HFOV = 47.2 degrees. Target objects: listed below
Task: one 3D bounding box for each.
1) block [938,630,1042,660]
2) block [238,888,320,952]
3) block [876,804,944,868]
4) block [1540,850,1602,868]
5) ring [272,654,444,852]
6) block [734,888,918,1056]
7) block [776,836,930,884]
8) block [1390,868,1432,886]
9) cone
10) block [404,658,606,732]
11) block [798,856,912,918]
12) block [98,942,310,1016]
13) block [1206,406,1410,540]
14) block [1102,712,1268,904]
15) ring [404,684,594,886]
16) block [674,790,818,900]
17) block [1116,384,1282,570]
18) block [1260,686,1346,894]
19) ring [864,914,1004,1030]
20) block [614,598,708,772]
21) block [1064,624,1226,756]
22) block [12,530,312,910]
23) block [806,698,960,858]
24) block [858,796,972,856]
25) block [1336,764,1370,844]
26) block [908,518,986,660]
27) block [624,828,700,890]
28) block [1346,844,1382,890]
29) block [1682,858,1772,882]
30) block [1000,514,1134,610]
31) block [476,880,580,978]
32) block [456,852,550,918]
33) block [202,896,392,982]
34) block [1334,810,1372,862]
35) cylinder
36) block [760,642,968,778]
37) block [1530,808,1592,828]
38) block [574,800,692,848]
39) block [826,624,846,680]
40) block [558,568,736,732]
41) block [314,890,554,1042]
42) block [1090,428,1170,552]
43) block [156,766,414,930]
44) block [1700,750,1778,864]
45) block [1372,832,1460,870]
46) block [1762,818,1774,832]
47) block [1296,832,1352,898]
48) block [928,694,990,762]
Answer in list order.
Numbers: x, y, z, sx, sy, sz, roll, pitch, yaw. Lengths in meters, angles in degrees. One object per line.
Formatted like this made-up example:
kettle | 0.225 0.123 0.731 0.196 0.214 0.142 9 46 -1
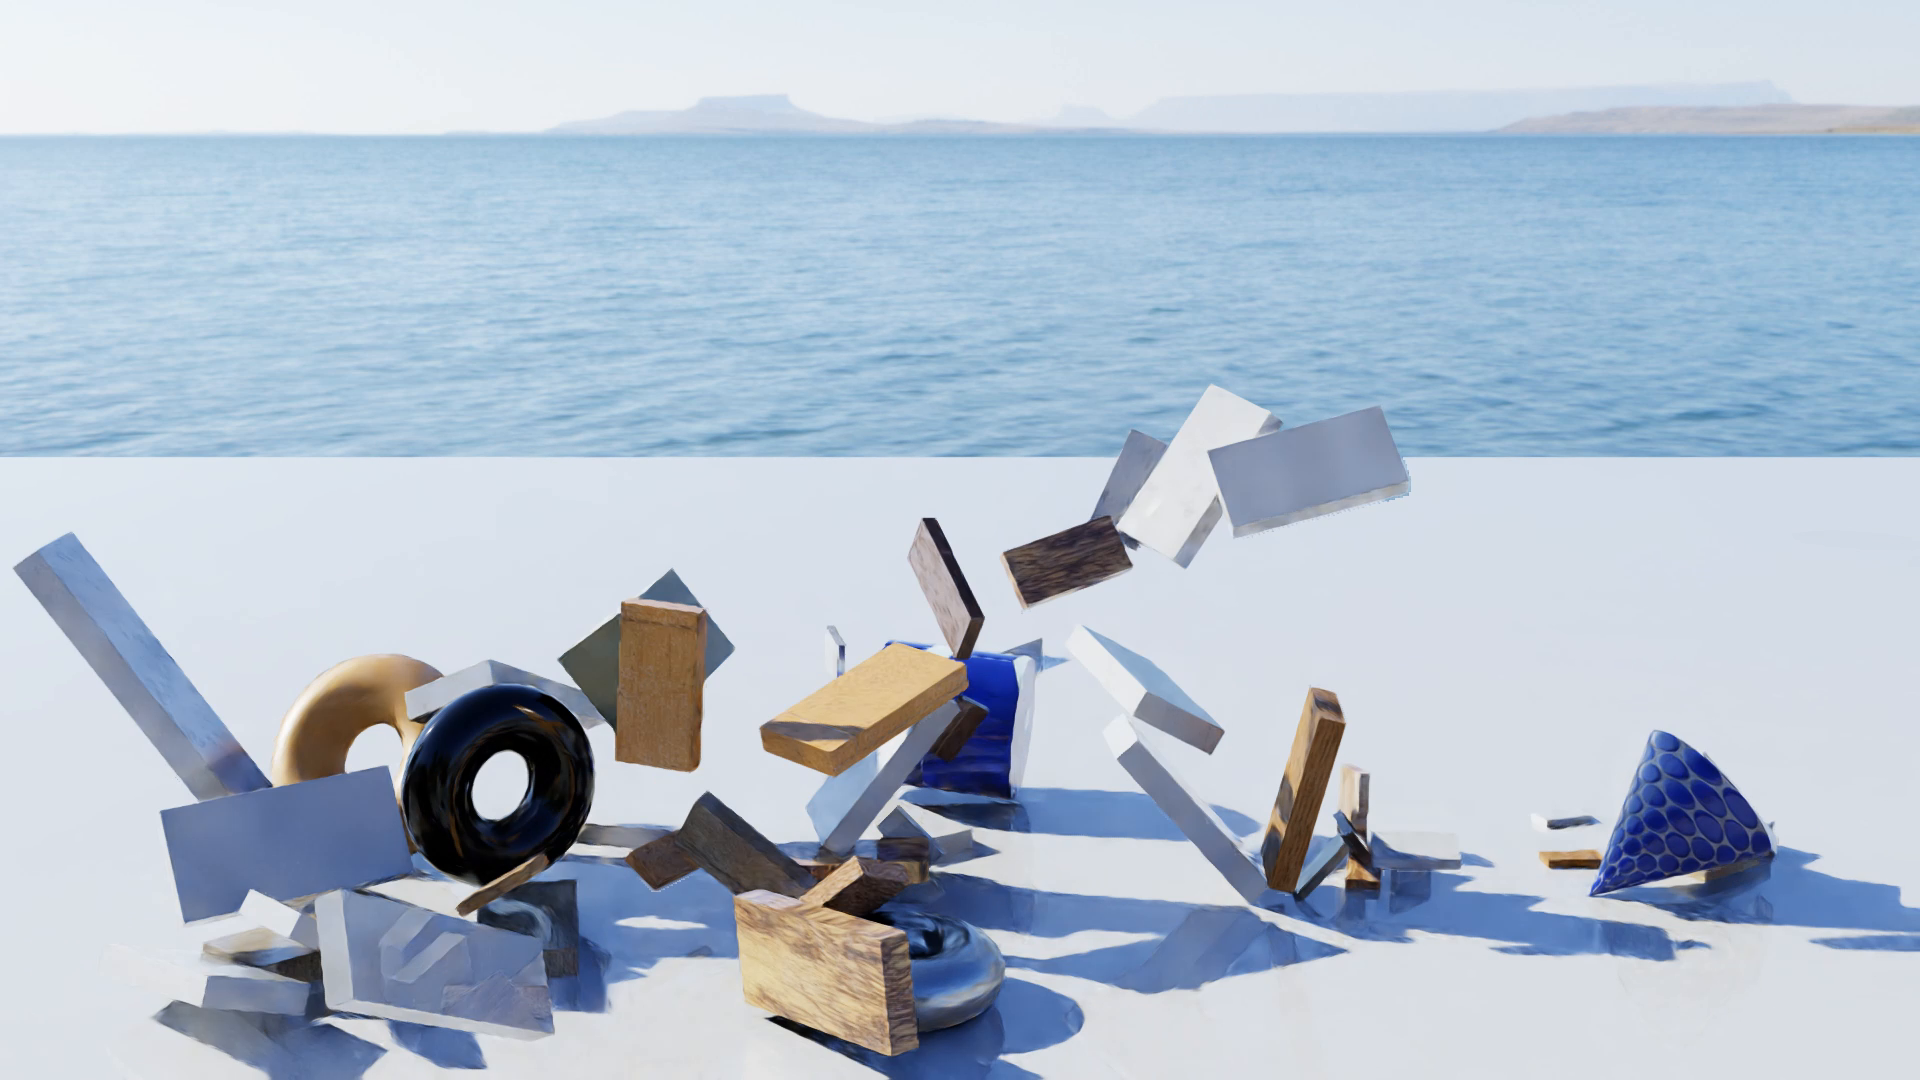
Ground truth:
block | 0.035 0.277 5.225 0.169 0.048 0.338 7 13 33
block | -0.901 0.584 3.183 0.131 0.037 0.263 12 -20 41
block | -0.085 0.515 3.775 0.113 0.056 0.016 45 21 3
block | 1.064 0.555 3.821 0.100 0.014 0.050 -1 11 -3
ring | -1.029 0.384 3.861 0.379 0.379 0.126 3 -15 15
block | -0.189 0.589 3.023 0.045 0.158 0.355 -11 9 -37
block | -0.183 0.536 3.657 0.262 0.037 0.131 -2 10 -1
block | 0.768 0.552 3.739 0.100 0.050 0.014 -10 14 -43
cone | 1.148 0.508 3.667 0.271 0.271 0.271 -39 18 -6
block | -0.780 0.290 3.797 0.172 0.049 0.344 -22 -22 17
block | -0.194 0.552 3.278 0.228 0.032 0.114 -40 -35 22
block | -1.076 0.623 3.123 0.311 0.044 0.156 1 -12 44
block | 0.584 -0.115 3.704 0.304 0.152 0.043 -15 -27 -1
block | 0.376 0.445 3.667 0.048 0.338 0.169 -42 11 4
ring | -0.754 0.403 3.612 0.339 0.339 0.113 -8 12 -38
block | -0.341 0.510 3.482 0.228 0.114 0.032 38 38 9
block | 0.415 -0.112 3.825 0.152 0.304 0.043 32 -2 46
block | 0.562 0.410 3.613 0.043 0.304 0.152 14 16 -1
ring | -0.087 0.626 3.202 0.305 0.102 0.305 0 10 0
block | -0.477 0.231 3.509 0.131 0.263 0.037 7 12 14
block | 0.315 0.254 3.792 0.169 0.048 0.338 28 7 -23
block | -1.262 0.296 3.560 0.049 0.699 0.172 -34 11 2
block | -0.131 0.366 3.670 0.045 0.316 0.158 36 5 -21
block | -0.109 0.517 3.959 0.131 0.037 0.262 -8 13 -36
block | 0.697 0.474 3.901 0.020 0.141 0.071 -2 9 -20
block | -0.027 0.086 4.038 0.028 0.099 0.284 2 39 -26
block | -0.470 0.514 3.553 0.071 0.020 0.142 41 26 17
block | 0.689 0.555 3.742 0.058 0.016 0.115 2 24 13
block | 1.311 0.549 3.814 0.191 0.027 0.095 -8 13 -35
block | 0.176 0.037 3.639 0.197 0.099 0.028 -19 -16 -16
block | -0.677 0.609 3.447 0.156 0.044 0.311 -2 11 -10
block | -0.717 0.540 3.444 0.142 0.020 0.071 -31 3 18
block | -0.975 0.617 3.363 0.156 0.044 0.311 8 11 39
block | 0.664 0.501 3.725 0.016 0.058 0.115 -36 9 7
cylinder | -0.014 0.340 4.171 0.272 0.272 0.272 7 12 10
block | -0.151 0.267 3.523 0.158 0.045 0.316 15 33 40
block | 1.109 0.511 4.053 0.100 0.014 0.050 -4 11 -20
block | -0.605 0.514 3.975 0.262 0.037 0.131 3 11 15
block | -0.237 0.220 4.185 0.016 0.112 0.056 -17 48 -20
block | -0.536 0.196 3.770 0.179 0.179 0.179 -35 7 27
block | -0.647 0.538 2.750 0.037 0.131 0.456 -19 -23 14
block | 0.311 -0.088 3.917 0.099 0.197 0.028 24 -4 12
block | -1.021 0.463 3.332 0.344 0.172 0.049 -10 -15 -30
block | 1.315 0.453 3.738 0.027 0.191 0.095 -41 -4 23
block | 0.760 0.518 3.668 0.141 0.020 0.071 0 32 8
block | 1.336 0.515 3.851 0.191 0.027 0.095 -10 15 -44
block | 0.603 0.542 3.661 0.016 0.115 0.058 41 8 -7
block | -0.007 0.313 3.650 0.056 0.113 0.016 28 16 -30
